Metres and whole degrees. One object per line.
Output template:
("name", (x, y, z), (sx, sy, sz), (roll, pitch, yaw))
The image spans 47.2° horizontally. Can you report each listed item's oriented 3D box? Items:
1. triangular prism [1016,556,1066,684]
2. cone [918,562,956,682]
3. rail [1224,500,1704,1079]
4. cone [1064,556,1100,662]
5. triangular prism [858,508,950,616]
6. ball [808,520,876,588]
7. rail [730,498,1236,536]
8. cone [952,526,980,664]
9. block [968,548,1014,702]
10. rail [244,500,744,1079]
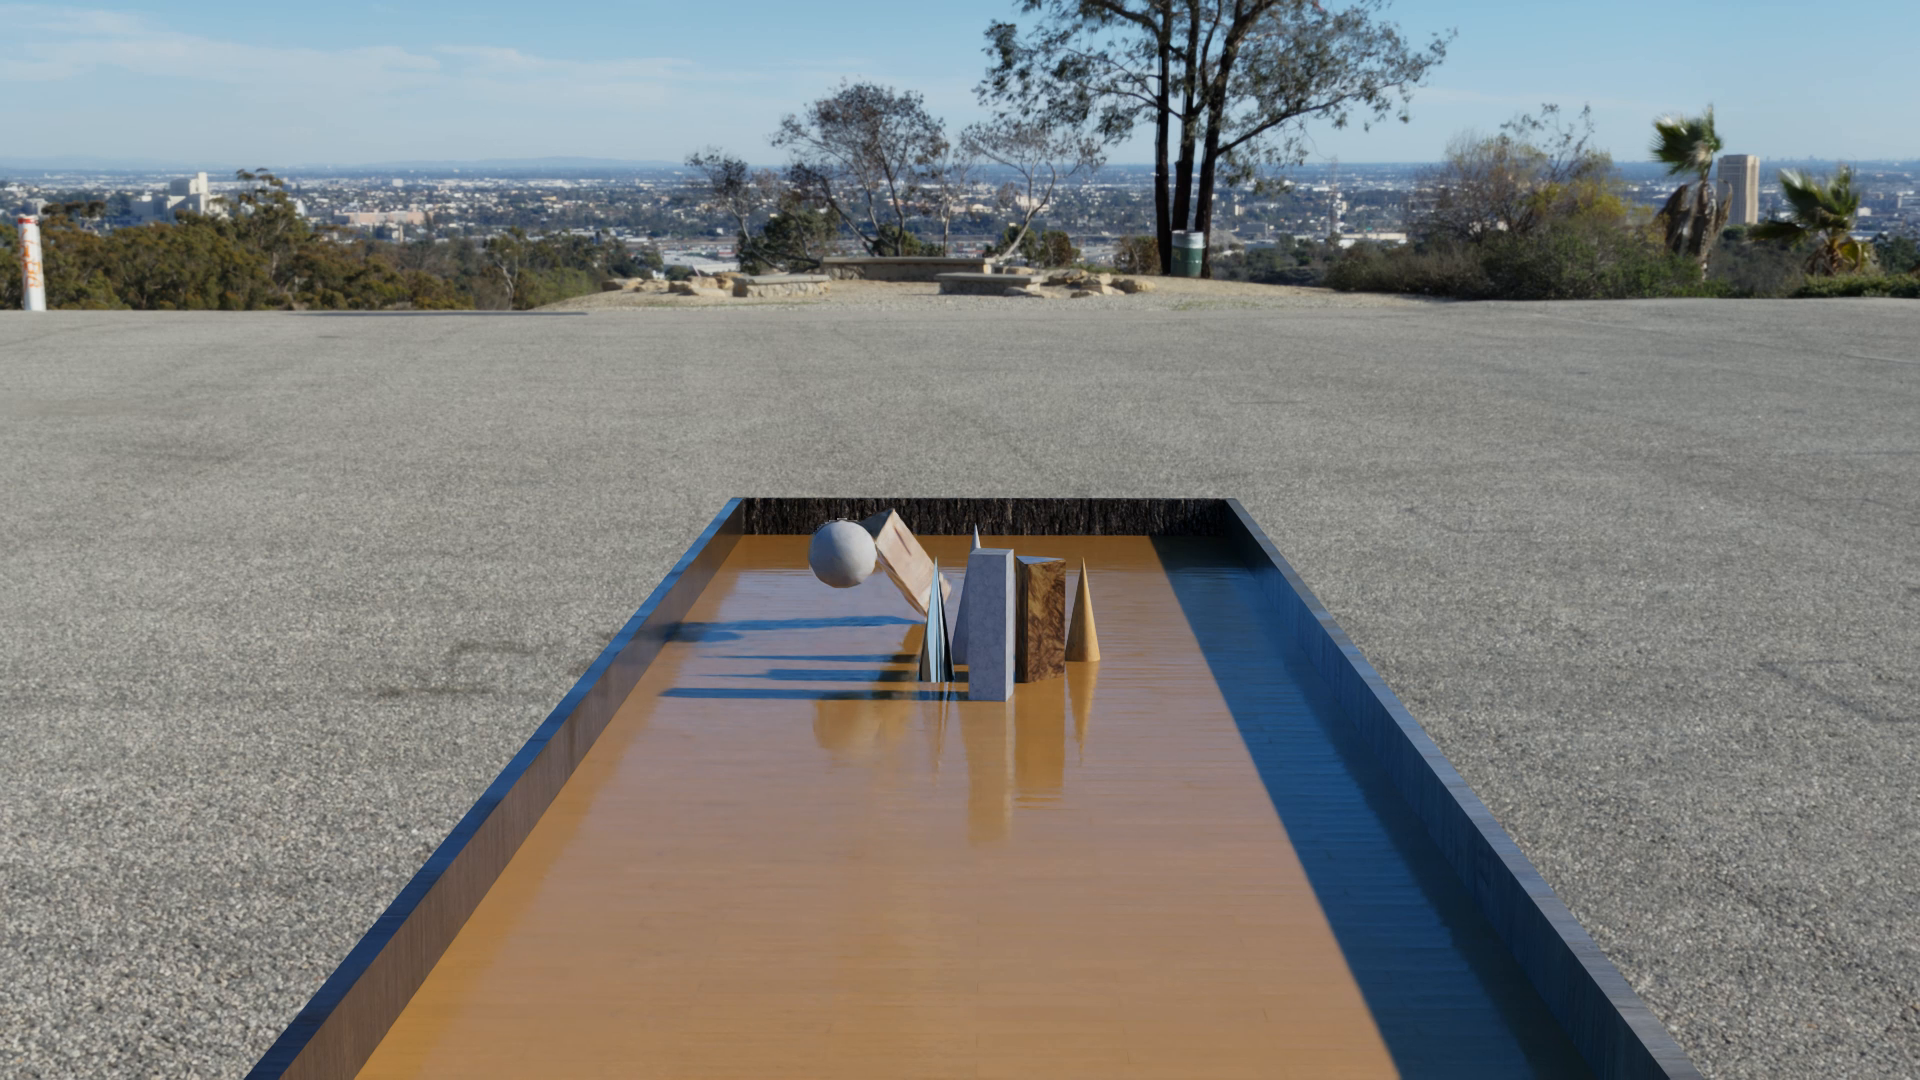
("triangular prism", (0.208, 0.227, 6.455), (0.152, 0.350, 0.131), (-7, 12, -39))
("cone", (-0.070, 0.227, 6.423), (0.113, 0.361, 0.113), (0, 9, 0))
("rail", (1.046, 0.843, 3.208), (0.050, 0.150, 12.000), (0, 9, 1))
("cone", (0.374, 0.205, 6.705), (0.111, 0.317, 0.111), (0, 9, 0))
("triangular prism", (-0.172, 0.071, 7.222), (0.132, 0.399, 0.153), (-41, 36, -8))
("ball", (-0.373, 0.047, 6.990), (0.215, 0.215, 0.215), (0, 9, 0))
("rail", (0.099, -0.098, 9.147), (2.100, 0.150, 0.050), (0, 9, 1))
("cone", (0.047, 0.155, 6.673), (0.161, 0.425, 0.161), (0, 9, 0))
("block", (0.088, 0.237, 6.185), (0.106, 0.415, 0.106), (2, 9, 12))
("rail", (-1.004, 0.839, 3.234), (0.050, 0.150, 12.000), (0, 9, 1))
